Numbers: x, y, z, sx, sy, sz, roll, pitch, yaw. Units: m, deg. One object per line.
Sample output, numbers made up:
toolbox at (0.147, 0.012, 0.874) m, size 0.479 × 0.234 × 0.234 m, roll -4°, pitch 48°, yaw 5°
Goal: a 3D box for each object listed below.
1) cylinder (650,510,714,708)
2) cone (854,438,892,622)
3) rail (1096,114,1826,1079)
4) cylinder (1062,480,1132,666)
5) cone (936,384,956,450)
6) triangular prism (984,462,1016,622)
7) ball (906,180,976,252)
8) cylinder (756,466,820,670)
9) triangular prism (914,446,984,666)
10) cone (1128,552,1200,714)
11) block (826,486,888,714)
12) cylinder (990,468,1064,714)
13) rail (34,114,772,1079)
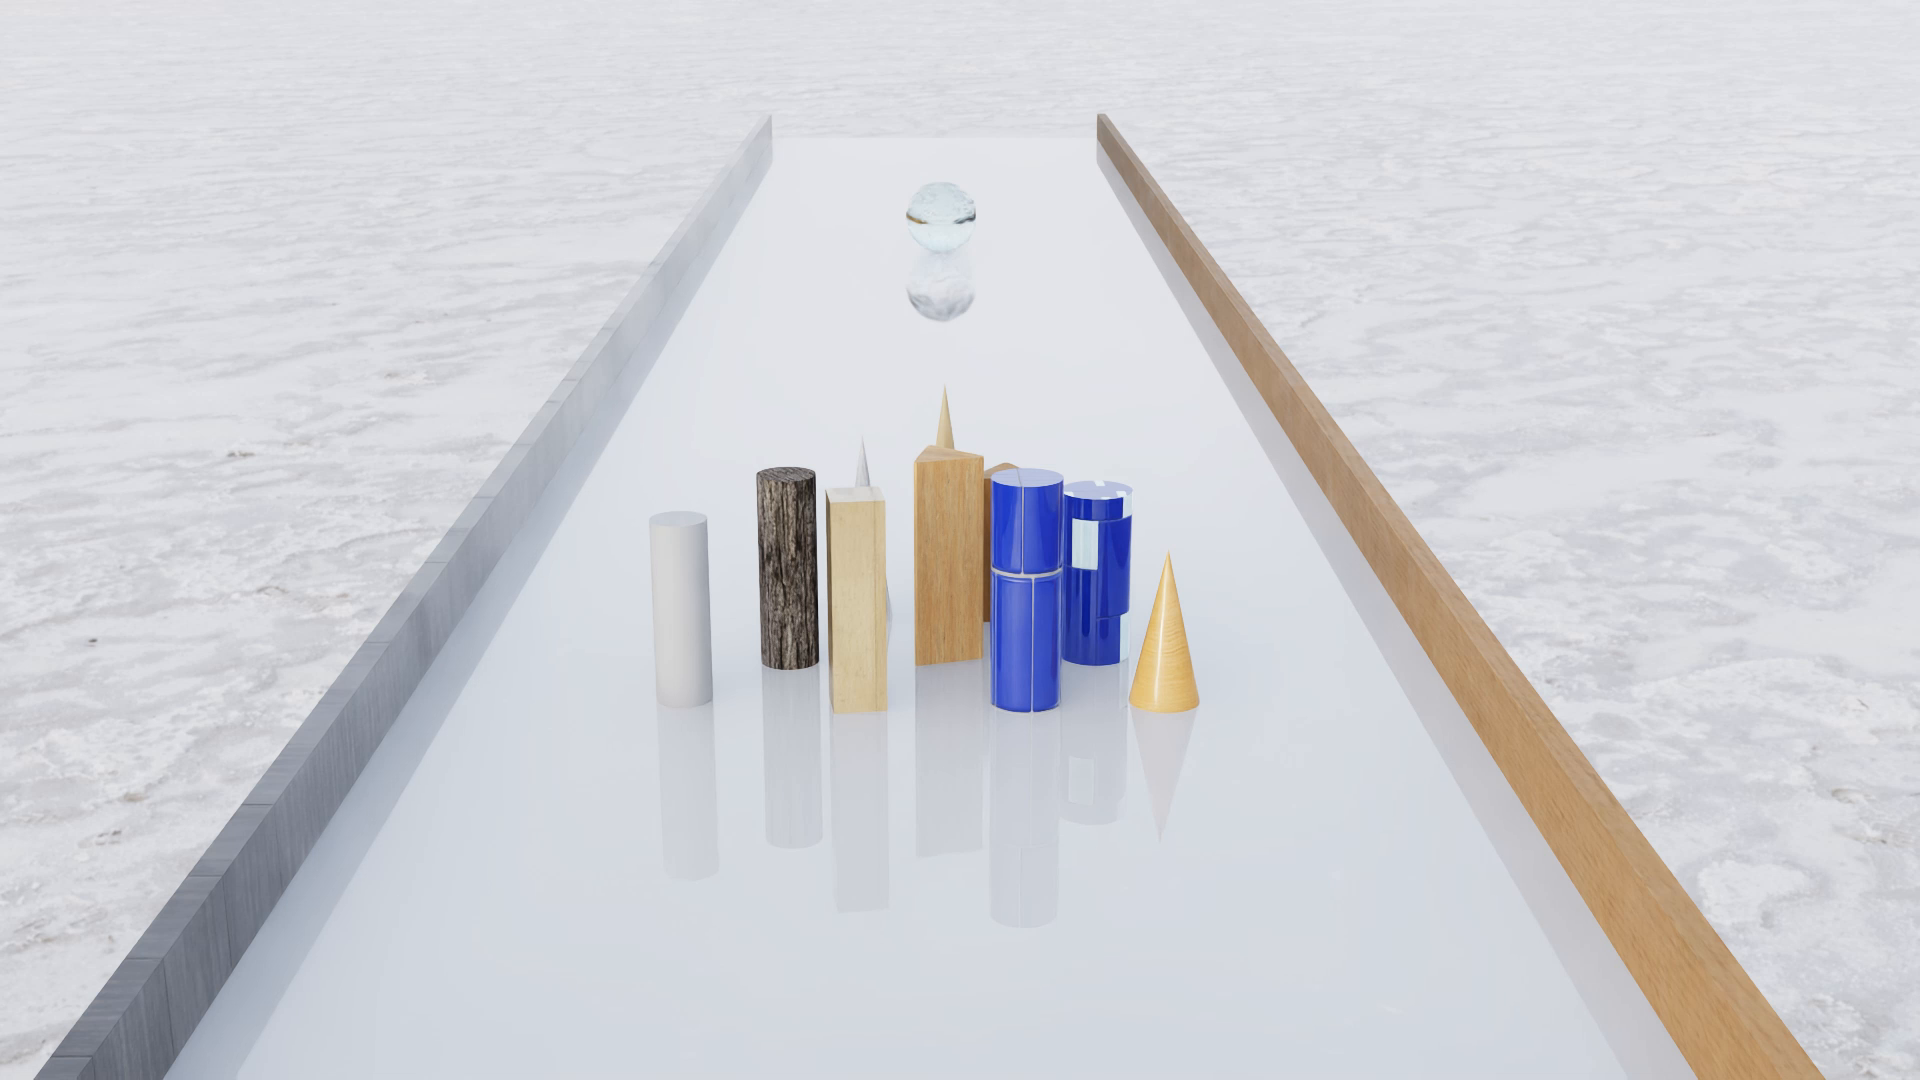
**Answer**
cylinder at (-0.527, 0.131, 4.158) m, size 0.108 × 0.357 × 0.108 m, roll 0°, pitch 17°, yaw 0°
cone at (-0.203, -0.030, 4.620) m, size 0.121 × 0.403 × 0.121 m, roll 0°, pitch 17°, yaw 0°
rail at (0.932, -0.844, 7.801) m, size 0.050 × 0.150 × 12.000 m, roll 0°, pitch 17°, yaw -1°
cylinder at (0.271, 0.066, 4.402) m, size 0.143 × 0.344 × 0.143 m, roll 0°, pitch 17°, yaw 0°
cone at (-0.033, -0.131, 4.882) m, size 0.133 × 0.447 × 0.133 m, roll 0°, pitch 17°, yaw 0°
triangular prism at (0.097, 0.003, 4.665) m, size 0.151 × 0.314 × 0.131 m, roll 0°, pitch 17°, yaw 1°
ball at (-0.079, -1.366, 9.296) m, size 0.299 × 0.299 × 0.299 m, roll 0°, pitch 17°, yaw 0°
cylinder at (-0.341, 0.056, 4.360) m, size 0.117 × 0.386 × 0.117 m, roll 0°, pitch 17°, yaw 0°
triangular prism at (-0.041, 0.027, 4.403) m, size 0.142 × 0.418 × 0.123 m, roll -6°, pitch 17°, yaw -18°
cone at (0.390, 0.161, 4.154) m, size 0.136 × 0.302 × 0.136 m, roll 0°, pitch 17°, yaw 0°
block at (-0.194, 0.113, 4.125) m, size 0.101 × 0.412 × 0.101 m, roll -2°, pitch 17°, yaw -8°
cylinder at (0.125, 0.096, 4.129) m, size 0.136 × 0.442 × 0.136 m, roll 0°, pitch 17°, yaw 0°
rail at (-1.118, -0.838, 7.780) m, size 0.050 × 0.150 × 12.000 m, roll 0°, pitch 17°, yaw -1°
